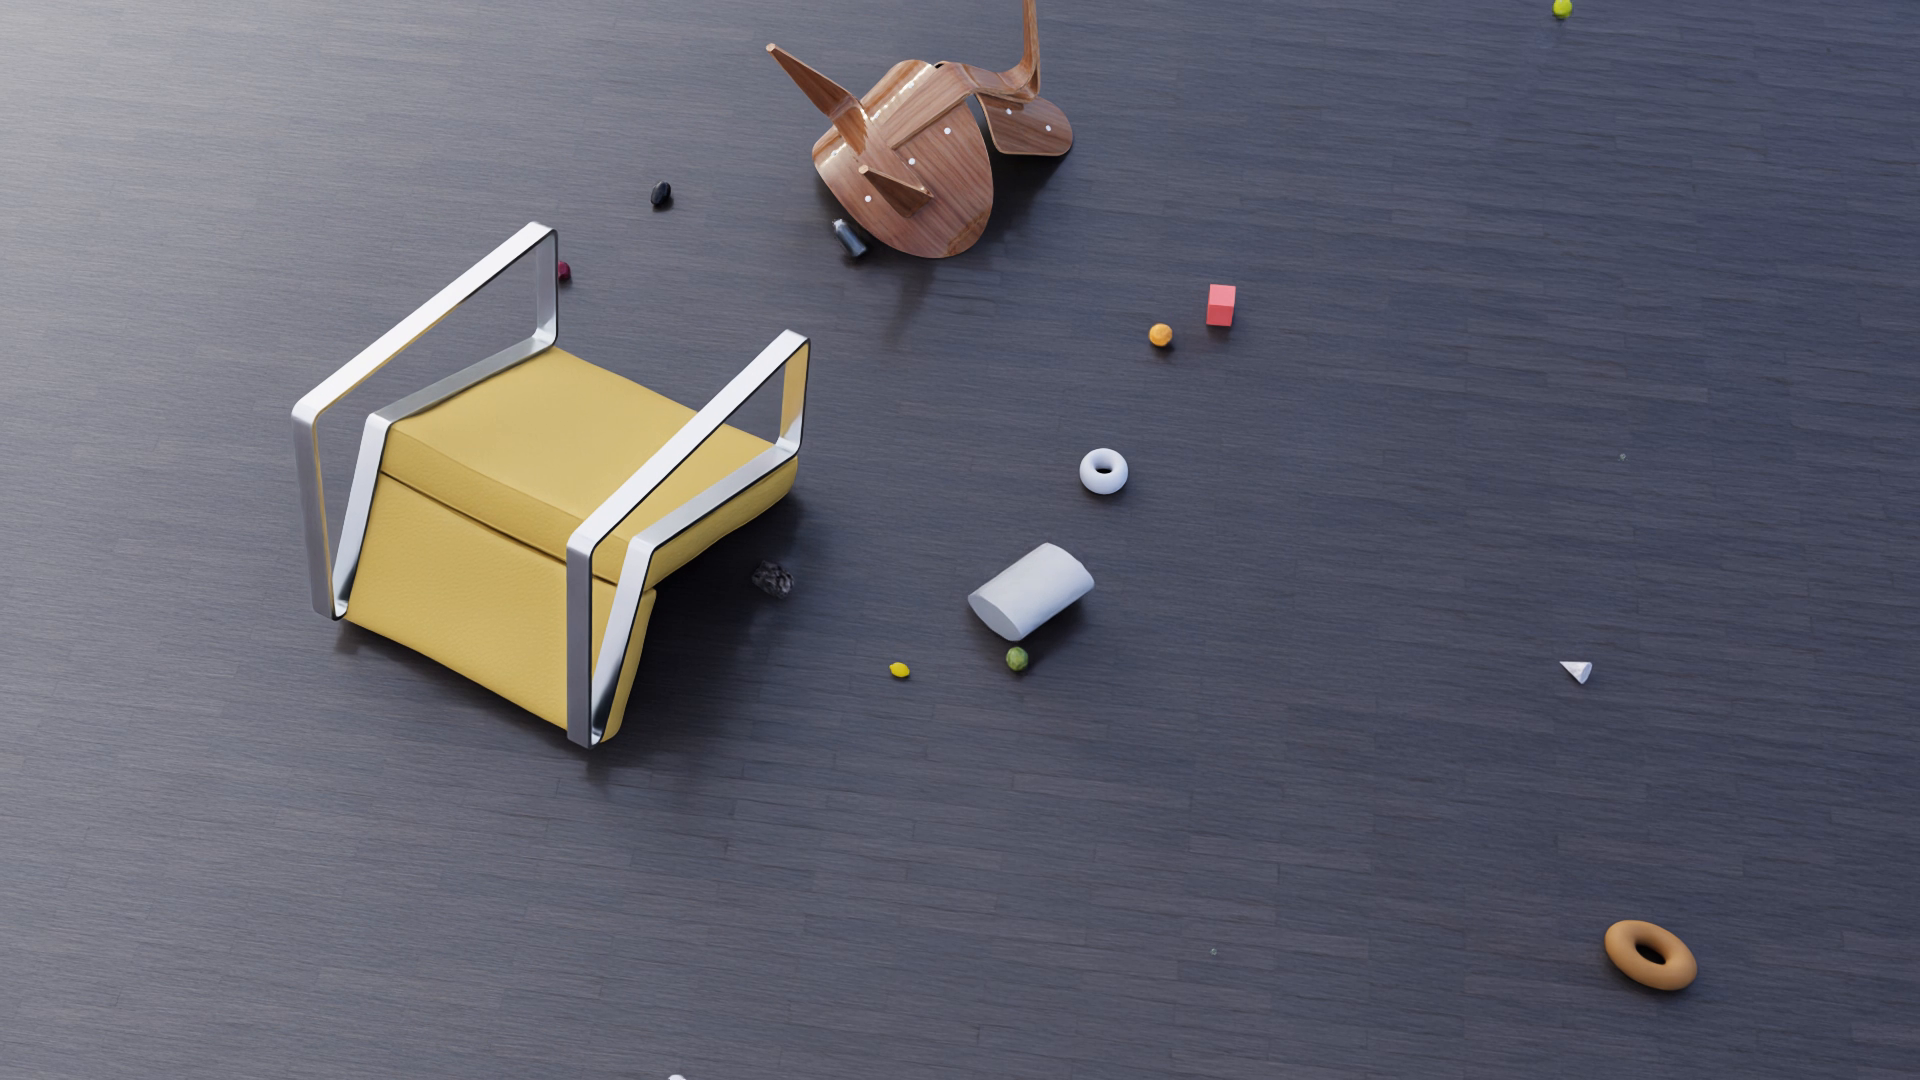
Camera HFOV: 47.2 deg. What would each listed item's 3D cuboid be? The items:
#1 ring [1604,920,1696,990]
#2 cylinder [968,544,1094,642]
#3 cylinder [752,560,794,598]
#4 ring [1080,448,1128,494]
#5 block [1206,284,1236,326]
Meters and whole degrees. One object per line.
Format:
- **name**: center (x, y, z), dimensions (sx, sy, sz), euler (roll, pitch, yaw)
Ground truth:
- **ring**: center (1.818, 1.093, 5.789), dimensions (0.249, 0.088, 0.161), euler (27, 59, 16)
- **cylinder**: center (0.206, 0.150, 6.379), dimensions (0.279, 0.131, 0.250), euler (-34, 38, -21)
- **cylinder**: center (-0.549, 0.115, 6.454), dimensions (0.116, 0.062, 0.061), euler (30, 59, -4)
- **ring**: center (0.436, -0.208, 6.667), dimensions (0.148, 0.080, 0.146), euler (30, 60, 20)
- **block**: center (0.832, -0.749, 7.017), dimensions (0.078, 0.099, 0.083), euler (5, 56, 4)
